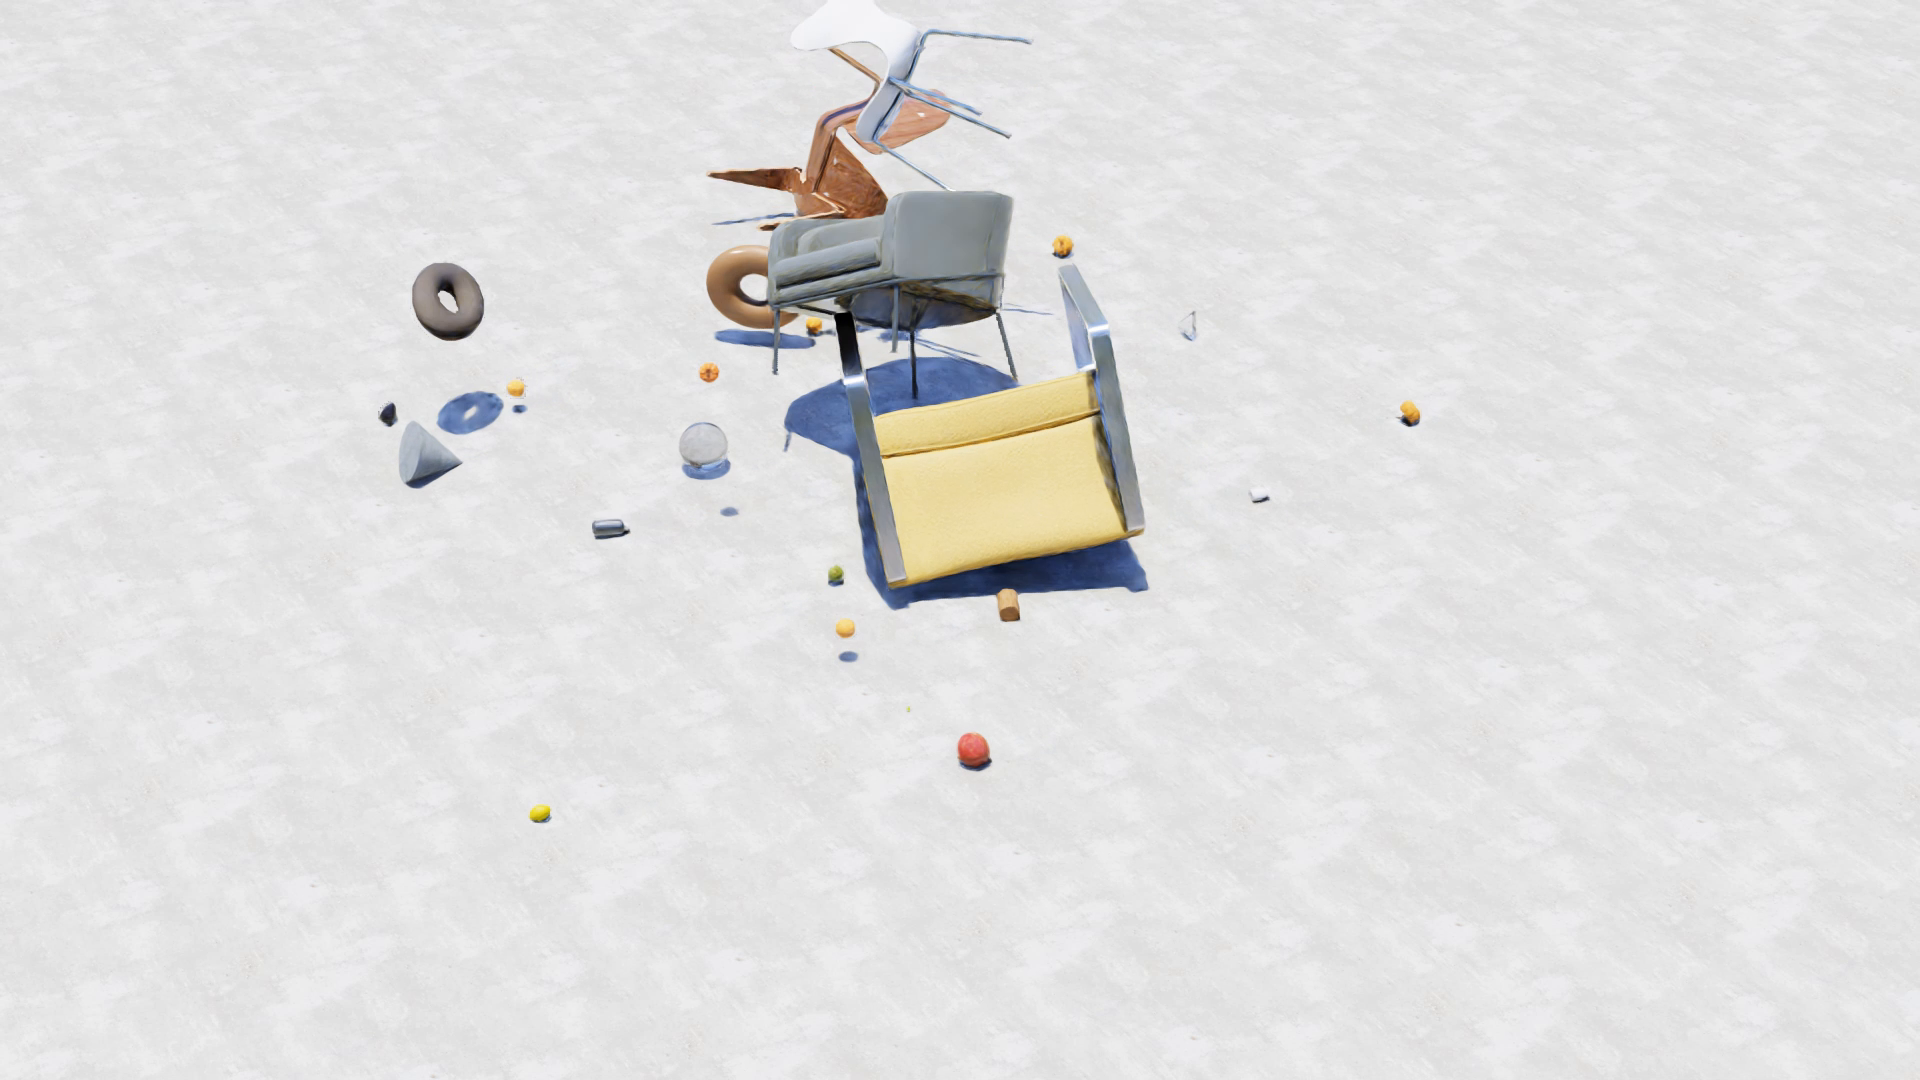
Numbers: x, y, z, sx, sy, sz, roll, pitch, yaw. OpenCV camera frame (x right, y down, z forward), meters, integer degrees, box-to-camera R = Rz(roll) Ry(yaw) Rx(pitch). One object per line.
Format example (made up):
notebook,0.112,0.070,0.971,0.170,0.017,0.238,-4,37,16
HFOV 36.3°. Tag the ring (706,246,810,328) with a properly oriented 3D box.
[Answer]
ring,-0.833,-1.041,12.067,0.441,0.373,0.105,7,30,9

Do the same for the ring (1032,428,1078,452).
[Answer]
ring,0.373,-0.389,11.477,0.200,0.042,0.165,-15,36,-39

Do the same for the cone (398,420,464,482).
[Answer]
cone,-2.023,-0.322,11.341,0.228,0.213,0.255,12,51,-31

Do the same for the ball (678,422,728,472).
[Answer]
ball,-0.990,-0.361,11.317,0.193,0.193,0.193,0,33,0

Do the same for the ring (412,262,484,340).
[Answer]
ring,-1.994,-0.930,11.420,0.301,0.114,0.347,27,49,-28
